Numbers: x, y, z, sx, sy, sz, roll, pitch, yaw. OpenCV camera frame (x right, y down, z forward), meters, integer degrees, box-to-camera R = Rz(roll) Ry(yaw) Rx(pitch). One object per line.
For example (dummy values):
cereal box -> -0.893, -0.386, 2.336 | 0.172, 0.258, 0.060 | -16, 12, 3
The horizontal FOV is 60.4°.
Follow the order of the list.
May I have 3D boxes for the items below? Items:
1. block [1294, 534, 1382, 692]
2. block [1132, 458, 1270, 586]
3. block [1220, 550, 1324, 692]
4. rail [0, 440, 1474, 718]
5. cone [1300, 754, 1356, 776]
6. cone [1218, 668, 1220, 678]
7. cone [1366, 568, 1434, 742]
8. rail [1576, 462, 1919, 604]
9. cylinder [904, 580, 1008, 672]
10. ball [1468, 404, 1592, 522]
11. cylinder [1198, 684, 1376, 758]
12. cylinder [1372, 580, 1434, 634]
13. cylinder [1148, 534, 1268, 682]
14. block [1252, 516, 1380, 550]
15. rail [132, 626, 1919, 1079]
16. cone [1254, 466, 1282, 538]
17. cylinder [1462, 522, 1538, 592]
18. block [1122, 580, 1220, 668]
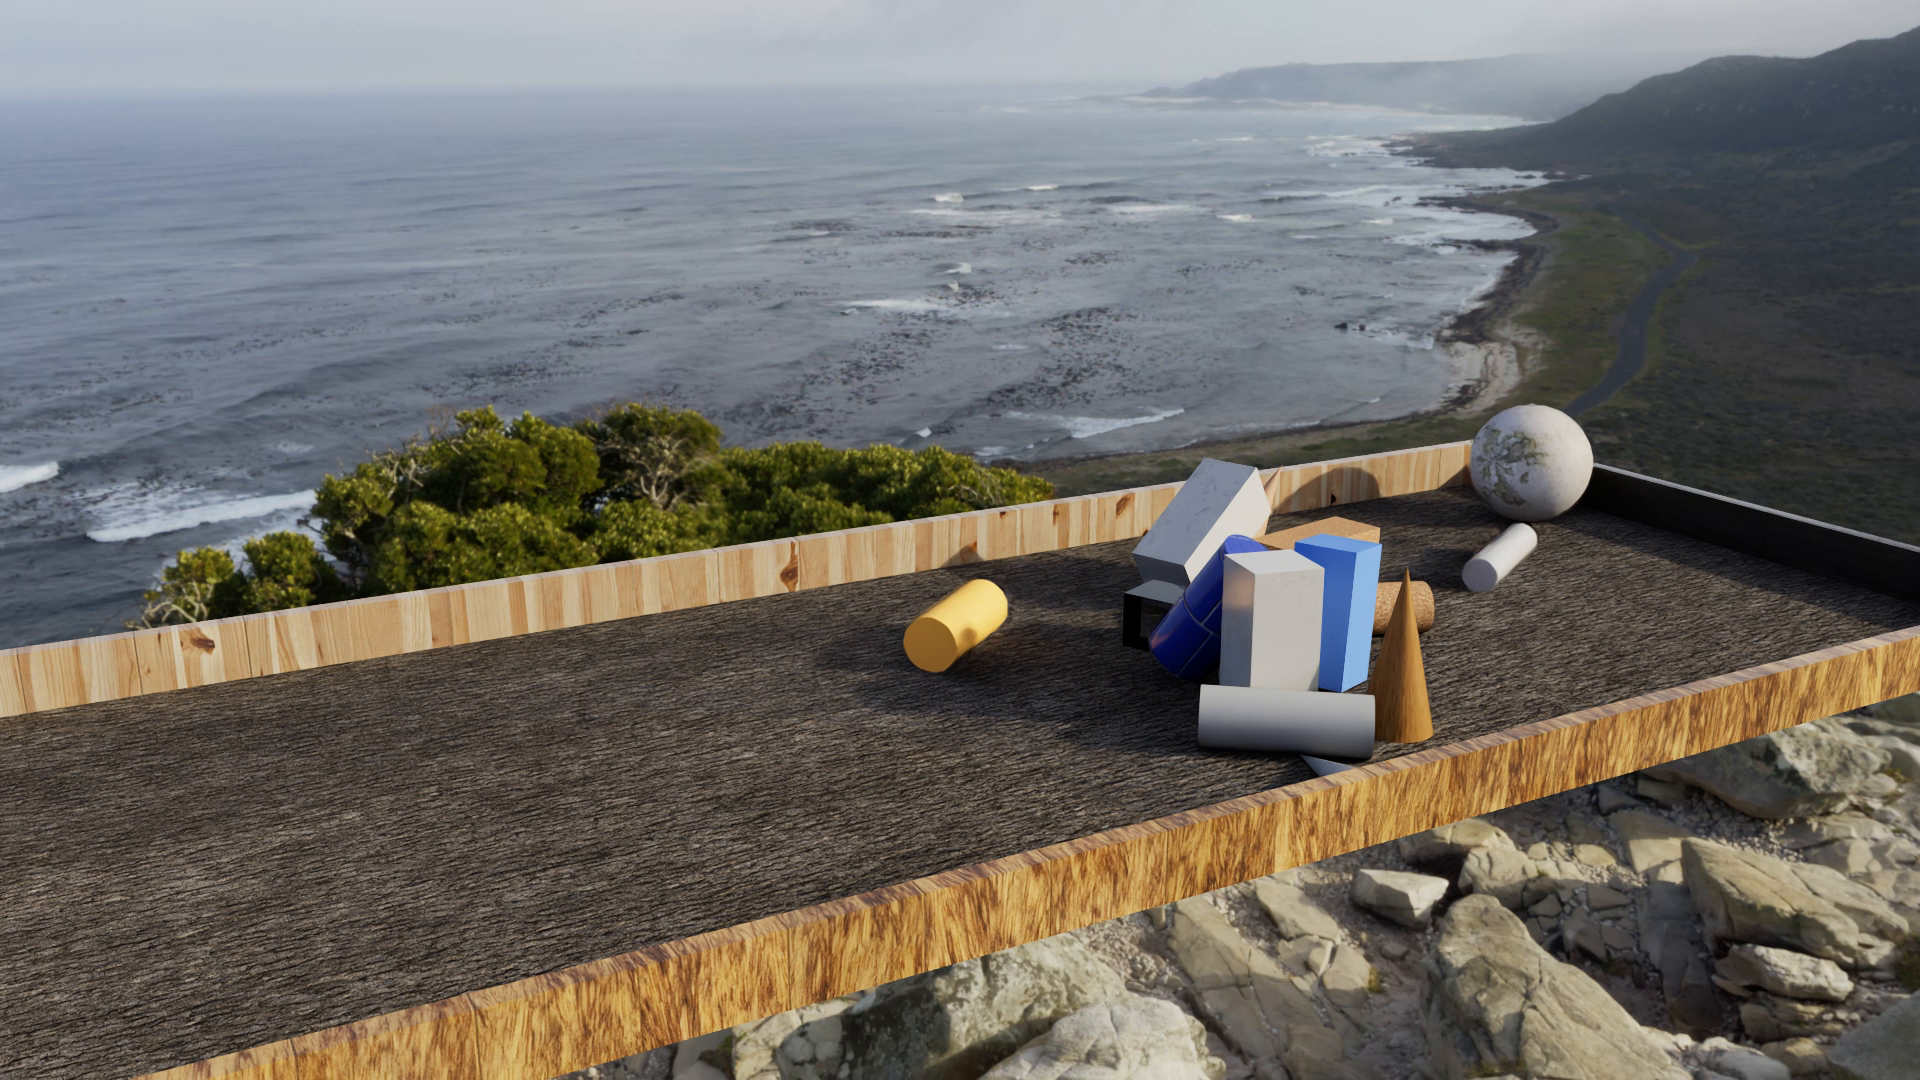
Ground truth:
block -> 0.924, 0.178, 4.102 | 0.160, 0.350, 0.160 | 12, 14, 34
block -> 0.704, -0.023, 4.778 | 0.180, 0.180, 0.411 | 14, 53, 40
block -> 0.726, 0.235, 3.863 | 0.172, 0.385, 0.172 | -4, 15, -14
rail -> -3.305, 0.497, 3.399 | 12.000, 0.150, 0.050 | -9, 18, -27
cone -> 0.805, 0.505, 3.535 | 0.114, 0.114, 0.373 | -4, 8, -12
cone -> 0.756, 0.198, 4.008 | 0.119, 0.362, 0.119 | 19, 24, -9
cone -> 1.017, 0.249, 3.802 | 0.176, 0.398, 0.176 | 0, 16, 0
rail -> 2.466, -0.048, 5.253 | 0.050, 0.150, 2.100 | -9, 18, -27
cylinder -> -0.006, 0.223, 4.337 | 0.148, 0.148, 0.346 | 7, 18, 23
ball -> 1.914, -0.259, 5.539 | 0.394, 0.394, 0.394 | 0, 16, 0
cylinder -> 0.732, 0.408, 3.714 | 0.382, 0.142, 0.142 | 3, 17, 10
cylinder -> 1.053, 0.190, 4.461 | 0.422, 0.141, 0.141 | -2, 17, -8
cylinder -> 0.635, 0.171, 4.087 | 0.179, 0.347, 0.179 | 23, 34, -17
block -> 1.043, 0.059, 4.861 | 0.396, 0.164, 0.164 | -13, 21, -37
rail -> -2.336, 1.006, 1.665 | 12.000, 0.150, 0.050 | -9, 18, -27
cone -> 0.887, -0.076, 4.947 | 0.162, 0.162, 0.375 | 14, 65, 40
cylinder -> 1.639, 0.050, 5.001 | 0.103, 0.103, 0.447 | 10, 19, 31
block -> 0.653, 0.232, 4.304 | 0.441, 0.148, 0.148 | 12, 20, 36
